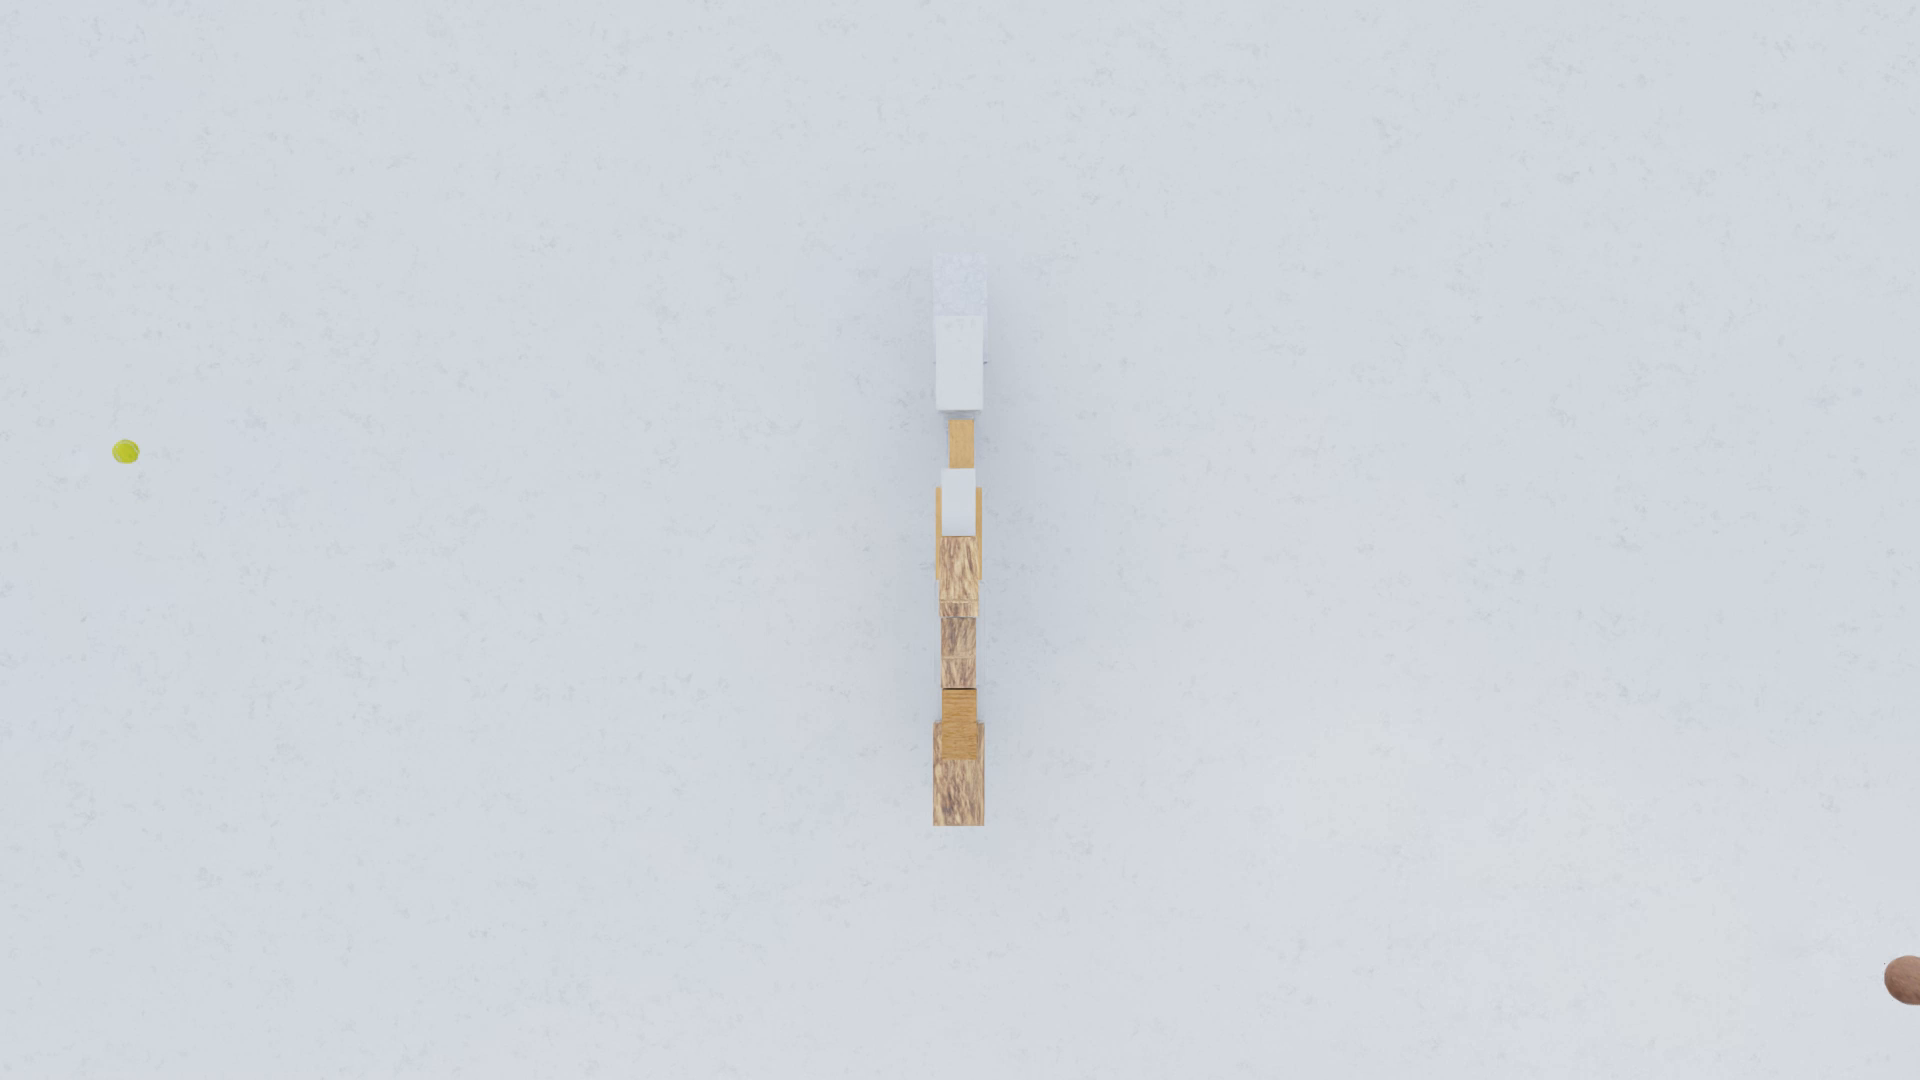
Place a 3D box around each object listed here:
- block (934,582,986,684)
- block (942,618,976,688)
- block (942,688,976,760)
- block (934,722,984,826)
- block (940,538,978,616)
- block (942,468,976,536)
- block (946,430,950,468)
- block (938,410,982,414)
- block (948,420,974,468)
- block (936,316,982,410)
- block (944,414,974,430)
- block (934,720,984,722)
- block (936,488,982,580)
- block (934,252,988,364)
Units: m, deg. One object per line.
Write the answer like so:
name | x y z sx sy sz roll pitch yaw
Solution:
block | -0.001 0.289 5.159 0.159 0.045 0.319 0 90 0
block | -0.004 0.336 4.914 0.104 0.029 0.208 0 90 0
block | -0.002 0.548 4.912 0.104 0.029 0.208 0 90 0
block | -0.004 0.730 5.157 0.160 0.045 0.320 0 90 0
block | -0.003 0.109 4.885 0.117 0.033 0.235 0 90 0
block | -0.004 -0.113 4.952 0.101 0.029 0.202 0 90 0
block | 0.001 -0.261 5.305 0.091 0.026 0.182 0 90 0
block | -0.002 -0.425 5.062 0.136 0.440 0.039 0 90 0
block | 0.005 -0.295 5.116 0.077 0.022 0.155 0 90 0
block | -0.002 -0.516 4.823 0.136 0.039 0.273 0 90 0
block | -0.004 -0.453 5.296 0.095 0.027 0.191 0 90 0
block | -0.004 0.624 5.340 0.160 0.320 0.045 0 90 0
block | -0.004 -0.020 5.189 0.145 0.041 0.291 0 90 0
block | 0.001 -0.722 5.139 0.169 0.048 0.338 0 90 0
